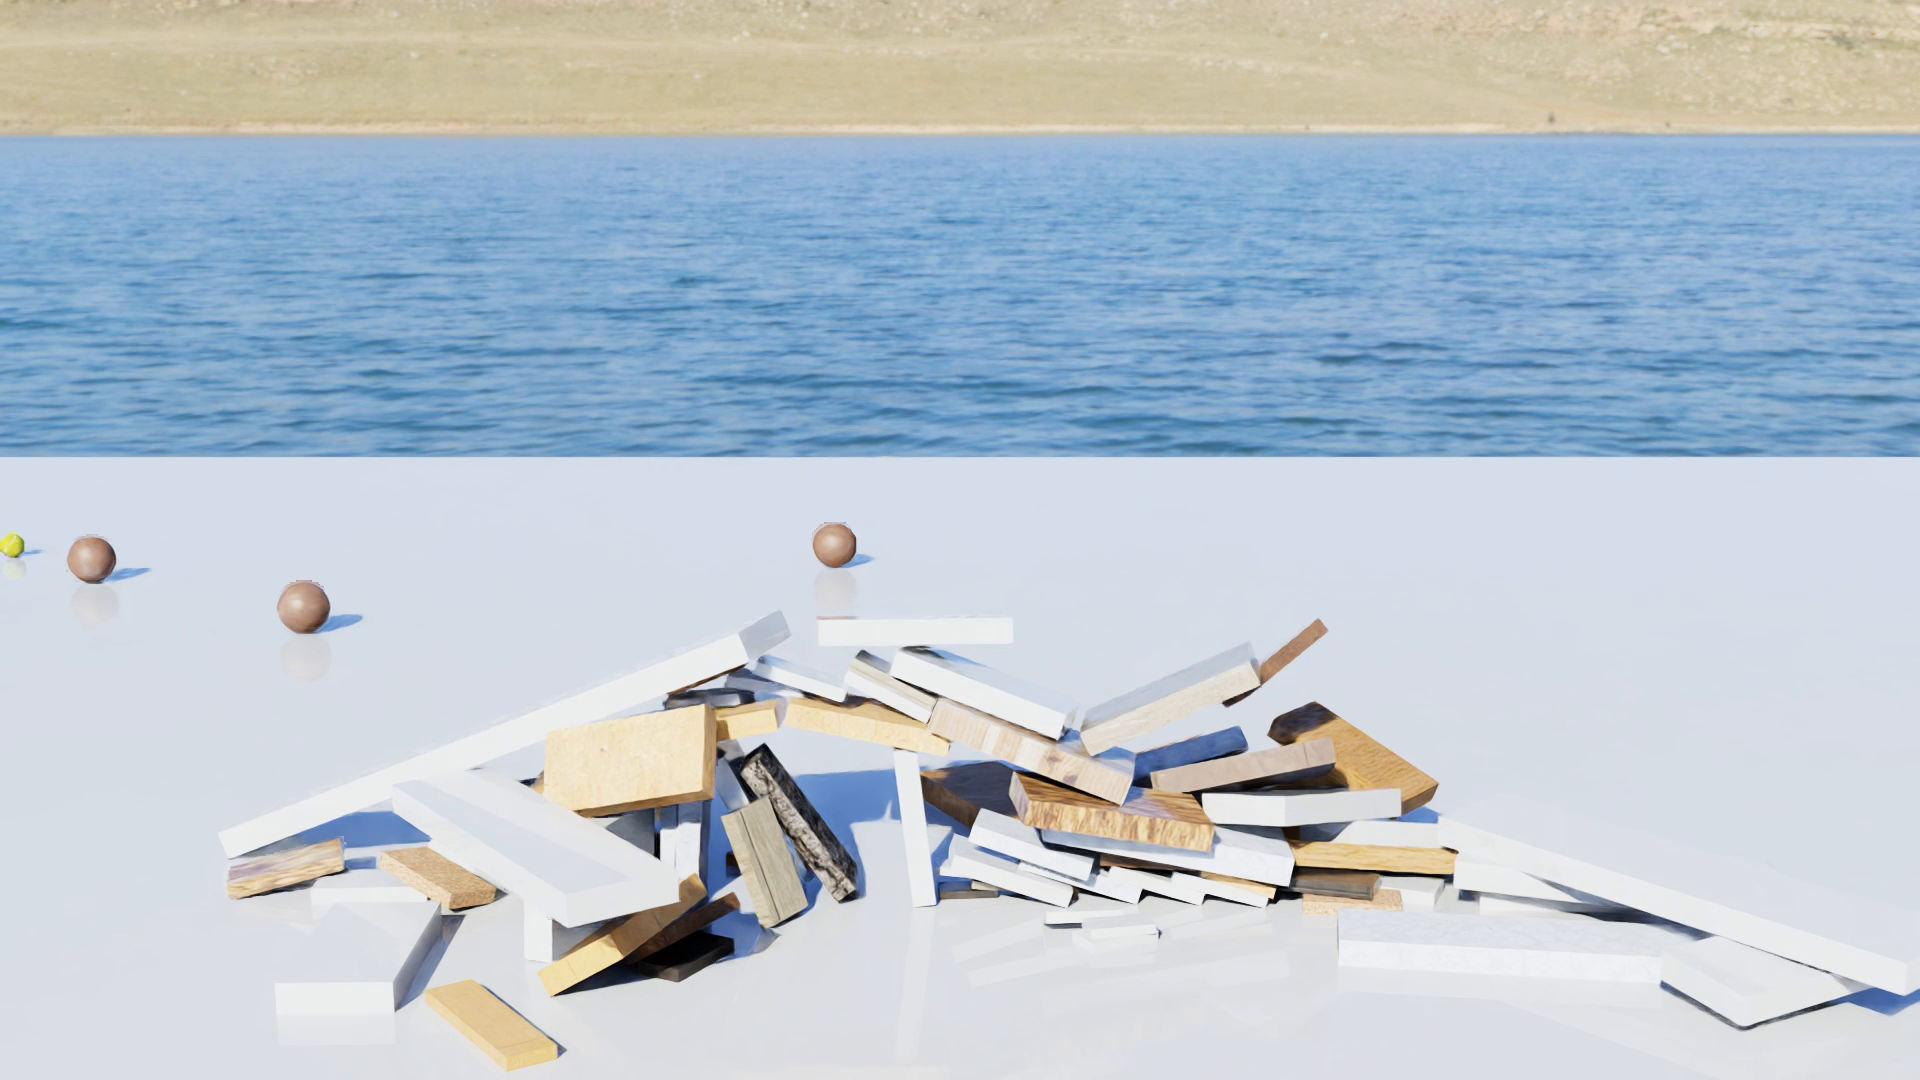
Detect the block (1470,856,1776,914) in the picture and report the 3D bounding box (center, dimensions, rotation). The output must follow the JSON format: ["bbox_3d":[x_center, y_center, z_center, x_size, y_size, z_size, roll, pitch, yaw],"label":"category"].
[{"bbox_3d":[1.103,0.570,3.654,0.501,0.046,0.161,1,11,3],"label":"block"}]

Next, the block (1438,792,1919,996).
[{"bbox_3d":[1.110,0.527,3.376,0.170,0.048,0.806,-13,17,-37],"label":"block"}]

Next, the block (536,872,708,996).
[{"bbox_3d":[-0.508,0.595,3.338,0.144,0.041,0.287,-30,-1,21],"label":"block"}]

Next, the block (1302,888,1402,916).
[{"bbox_3d":[0.640,0.592,3.597,0.158,0.022,0.079,2,11,8],"label":"block"}]

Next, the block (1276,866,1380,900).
[{"bbox_3d":[0.608,0.563,3.626,0.157,0.022,0.079,3,8,19],"label":"block"}]

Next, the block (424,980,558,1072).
[{"bbox_3d":[-0.666,0.683,3.109,0.073,0.021,0.292,-7,13,-34],"label":"block"}]

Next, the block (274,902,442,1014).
[{"bbox_3d":[-0.904,0.629,3.330,0.168,0.048,0.337,0,11,-1],"label":"block"}]

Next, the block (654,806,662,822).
[{"bbox_3d":[-0.585,0.463,3.859,0.173,0.049,0.346,-4,-11,-22],"label":"block"}]

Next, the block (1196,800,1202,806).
[{"bbox_3d":[0.415,0.478,3.955,0.339,0.048,0.170,-9,-9,-45],"label":"block"}]

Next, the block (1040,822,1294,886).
[{"bbox_3d":[0.336,0.483,3.618,0.406,0.047,0.167,11,11,-2],"label":"block"}]

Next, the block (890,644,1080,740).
[{"bbox_3d":[0.043,0.243,3.601,0.293,0.042,0.147,20,8,10],"label":"block"}]

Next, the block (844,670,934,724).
[{"bbox_3d":[-0.113,0.250,3.604,0.152,0.022,0.076,26,11,2],"label":"block"}]

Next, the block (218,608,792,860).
[{"bbox_3d":[-0.786,0.335,3.724,1.091,0.049,0.173,-21,4,21],"label":"block"}]

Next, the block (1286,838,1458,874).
[{"bbox_3d":[0.684,0.534,3.717,0.287,0.041,0.144,3,-6,2],"label":"block"}]

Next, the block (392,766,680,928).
[{"bbox_3d":[-0.661,0.454,3.342,0.168,0.048,0.715,-9,11,-32],"label":"block"}]

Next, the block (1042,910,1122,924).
[{"bbox_3d":[0.195,0.601,3.508,0.121,0.017,0.061,-1,-9,-4],"label":"block"}]

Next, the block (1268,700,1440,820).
[{"bbox_3d":[0.697,0.389,3.904,0.277,0.039,0.139,34,30,31],"label":"block"}]

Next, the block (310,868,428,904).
[{"bbox_3d":[-0.977,0.577,3.668,0.187,0.027,0.094,-1,11,-4],"label":"block"}]

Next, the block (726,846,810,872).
[{"bbox_3d":[-0.324,0.551,3.820,0.147,0.021,0.073,3,11,18],"label":"block"}]

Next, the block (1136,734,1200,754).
[{"bbox_3d":[0.298,0.436,3.946,0.287,0.144,0.041,-12,60,-29],"label":"block"}]

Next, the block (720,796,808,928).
[{"bbox_3d":[-0.314,0.518,3.539,0.027,0.191,0.095,-20,0,33],"label":"block"}]

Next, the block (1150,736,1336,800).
[{"bbox_3d":[0.473,0.393,3.701,0.304,0.043,0.152,-11,-14,2],"label":"block"}]

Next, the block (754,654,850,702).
[{"bbox_3d":[-0.256,0.224,3.574,0.152,0.022,0.076,18,8,1],"label":"block"}]

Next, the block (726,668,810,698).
[{"bbox_3d":[-0.312,0.235,3.622,0.134,0.019,0.067,7,10,13],"label":"block"}]

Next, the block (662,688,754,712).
[{"bbox_3d":[-0.417,0.262,3.645,0.135,0.019,0.067,-7,7,15],"label":"block"}]

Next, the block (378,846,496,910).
[{"bbox_3d":[-0.866,0.558,3.641,0.187,0.027,0.094,21,11,36],"label":"block"}]

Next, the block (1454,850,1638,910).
[{"bbox_3d":[0.978,0.537,3.579,0.321,0.046,0.161,4,12,19],"label":"block"}]

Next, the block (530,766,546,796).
[{"bbox_3d":[-0.649,0.388,3.757,0.237,0.034,0.118,-27,23,42],"label":"block"}]

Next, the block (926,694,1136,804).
[{"bbox_3d":[0.119,0.328,3.571,0.333,0.047,0.167,21,10,3],"label":"block"}]

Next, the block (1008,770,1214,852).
[{"bbox_3d":[0.242,0.434,3.534,0.304,0.043,0.152,9,11,-10],"label":"block"}]

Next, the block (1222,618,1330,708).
[{"bbox_3d":[0.517,0.204,3.643,0.191,0.027,0.095,-36,-4,-23],"label":"block"}]

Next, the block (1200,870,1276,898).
[{"bbox_3d":[0.459,0.556,3.621,0.124,0.017,0.061,15,11,8],"label":"block"}]

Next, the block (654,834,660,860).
[{"bbox_3d":[-0.601,0.549,3.796,0.237,0.034,0.118,-4,11,-19],"label":"block"}]

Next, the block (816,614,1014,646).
[{"bbox_3d":[-0.077,0.148,3.621,0.314,0.042,0.147,-1,0,-5],"label":"block"}]

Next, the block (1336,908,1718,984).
[{"bbox_3d":[0.910,0.625,3.370,0.652,0.041,0.144,2,11,9],"label":"block"}]
